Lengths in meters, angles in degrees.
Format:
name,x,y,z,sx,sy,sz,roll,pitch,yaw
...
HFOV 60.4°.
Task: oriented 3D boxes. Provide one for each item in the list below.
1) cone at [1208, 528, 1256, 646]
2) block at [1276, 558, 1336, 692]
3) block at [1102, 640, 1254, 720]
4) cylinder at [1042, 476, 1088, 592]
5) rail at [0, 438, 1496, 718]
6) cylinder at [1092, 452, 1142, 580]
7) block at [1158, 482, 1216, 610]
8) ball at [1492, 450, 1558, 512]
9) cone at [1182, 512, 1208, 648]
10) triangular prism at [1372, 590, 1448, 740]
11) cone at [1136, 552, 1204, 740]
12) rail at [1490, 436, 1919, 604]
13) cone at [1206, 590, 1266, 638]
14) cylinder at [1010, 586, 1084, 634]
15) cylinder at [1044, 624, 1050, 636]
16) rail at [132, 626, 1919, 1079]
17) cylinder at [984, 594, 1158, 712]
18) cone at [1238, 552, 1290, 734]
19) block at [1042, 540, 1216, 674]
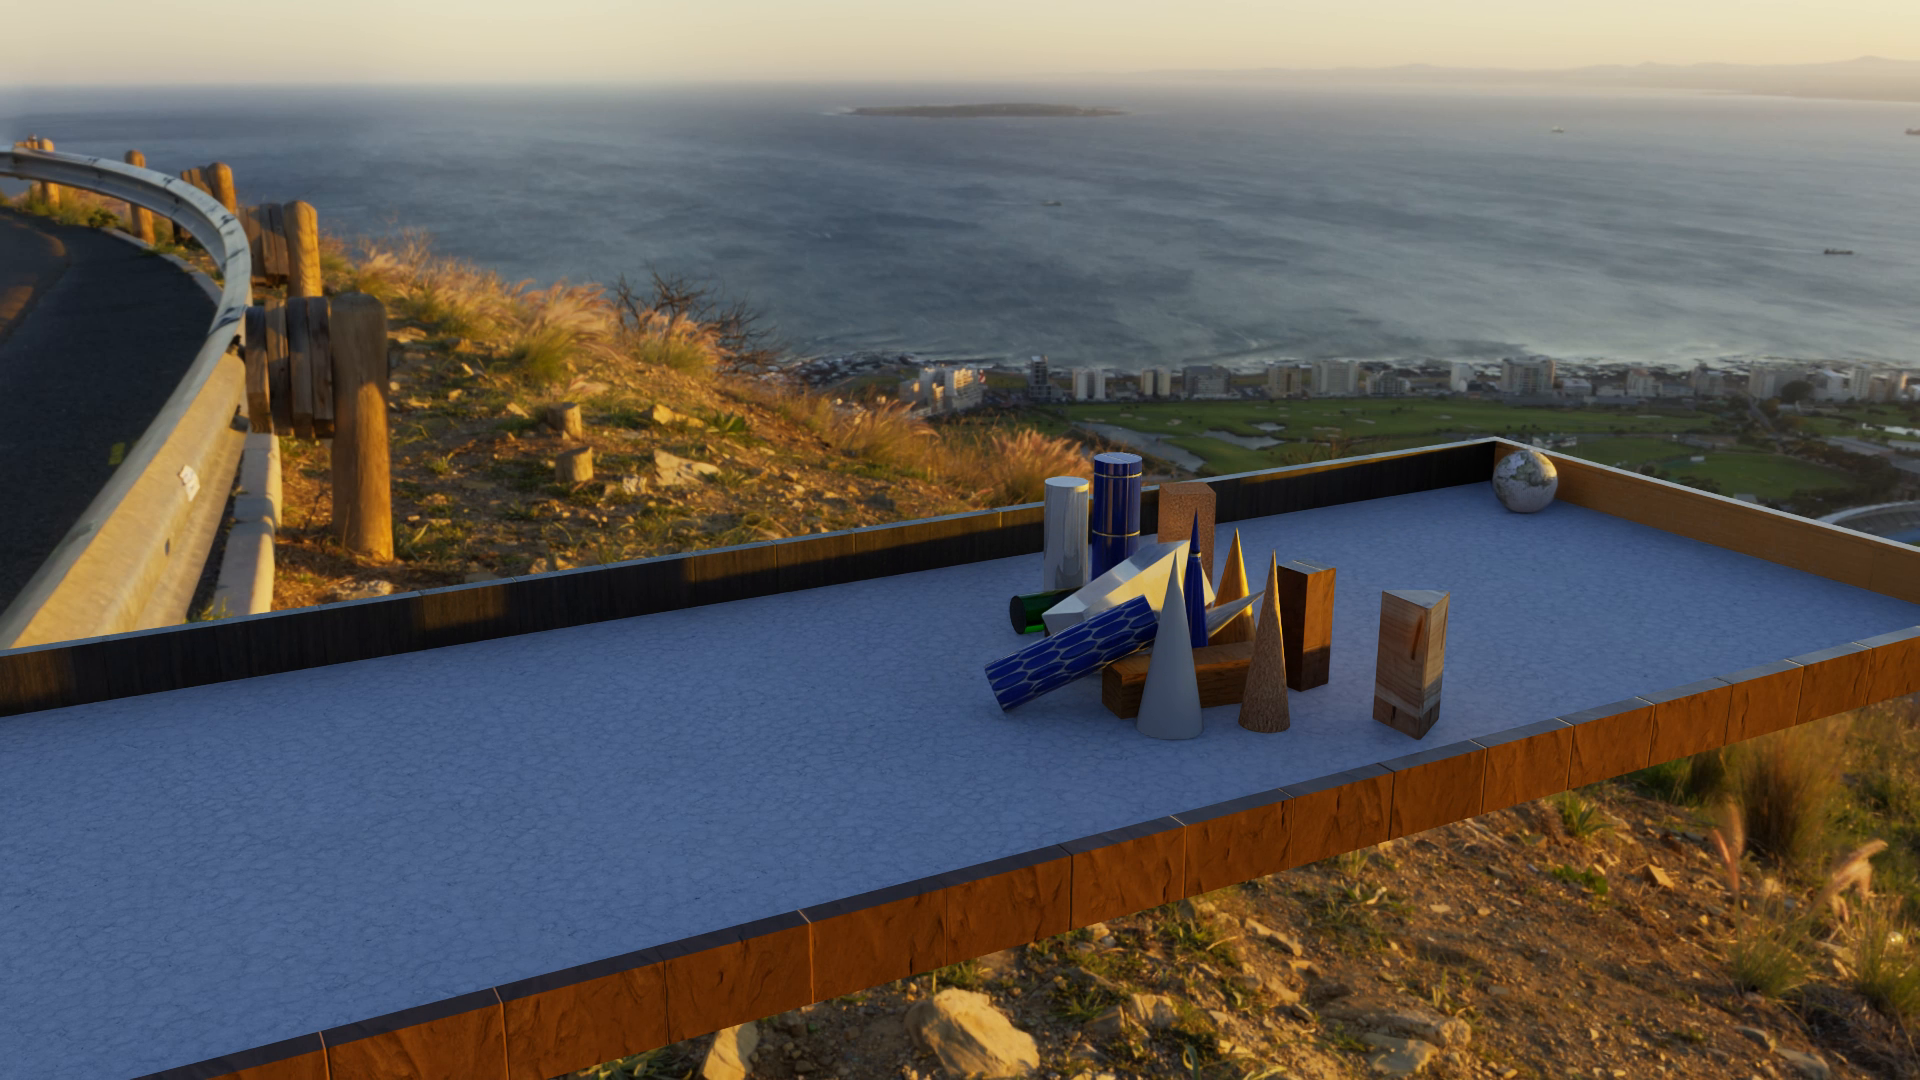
name,x,y,z,sx,sy,sz,roll,pitch,yaw
cone,0.721,0.125,4.345,0.150,0.330,0.150,0,16,0
block,0.853,0.210,4.101,0.100,0.304,0.100,-12,20,-34
block,0.552,0.338,4.006,0.401,0.112,0.112,-6,17,-18
cylinder,0.295,0.020,4.615,0.123,0.378,0.123,0,16,0
rail,-3.305,0.497,3.399,12.000,0.150,0.050,-9,18,-27
cylinder,0.458,-0.050,4.831,0.139,0.391,0.139,0,16,0
block,0.626,0.033,4.589,0.128,0.368,0.128,-2,16,-6
ball,1.939,-0.202,5.665,0.213,0.213,0.213,0,16,0
cone,0.576,0.136,4.084,0.113,0.456,0.113,0,16,0
triangular prism,1.038,0.279,3.842,0.132,0.318,0.153,10,19,30
cone,0.491,0.227,3.803,0.160,0.438,0.160,0,16,0
rail,2.466,-0.048,5.253,0.050,0.150,2.100,-9,18,-27
cone,0.651,0.199,4.189,0.319,0.113,0.113,-32,6,20
cylinder,0.319,0.183,4.542,0.354,0.107,0.107,-7,18,-23
cylinder,0.442,0.228,4.385,0.424,0.109,0.109,-6,17,-19
rail,-2.336,1.006,1.665,12.000,0.150,0.050,-9,18,-27
cylinder,0.272,0.270,3.933,0.418,0.123,0.123,-24,17,3
cone,0.717,0.224,3.826,0.121,0.432,0.121,0,16,0
block,0.432,0.170,4.210,0.397,0.170,0.170,-31,12,-30
